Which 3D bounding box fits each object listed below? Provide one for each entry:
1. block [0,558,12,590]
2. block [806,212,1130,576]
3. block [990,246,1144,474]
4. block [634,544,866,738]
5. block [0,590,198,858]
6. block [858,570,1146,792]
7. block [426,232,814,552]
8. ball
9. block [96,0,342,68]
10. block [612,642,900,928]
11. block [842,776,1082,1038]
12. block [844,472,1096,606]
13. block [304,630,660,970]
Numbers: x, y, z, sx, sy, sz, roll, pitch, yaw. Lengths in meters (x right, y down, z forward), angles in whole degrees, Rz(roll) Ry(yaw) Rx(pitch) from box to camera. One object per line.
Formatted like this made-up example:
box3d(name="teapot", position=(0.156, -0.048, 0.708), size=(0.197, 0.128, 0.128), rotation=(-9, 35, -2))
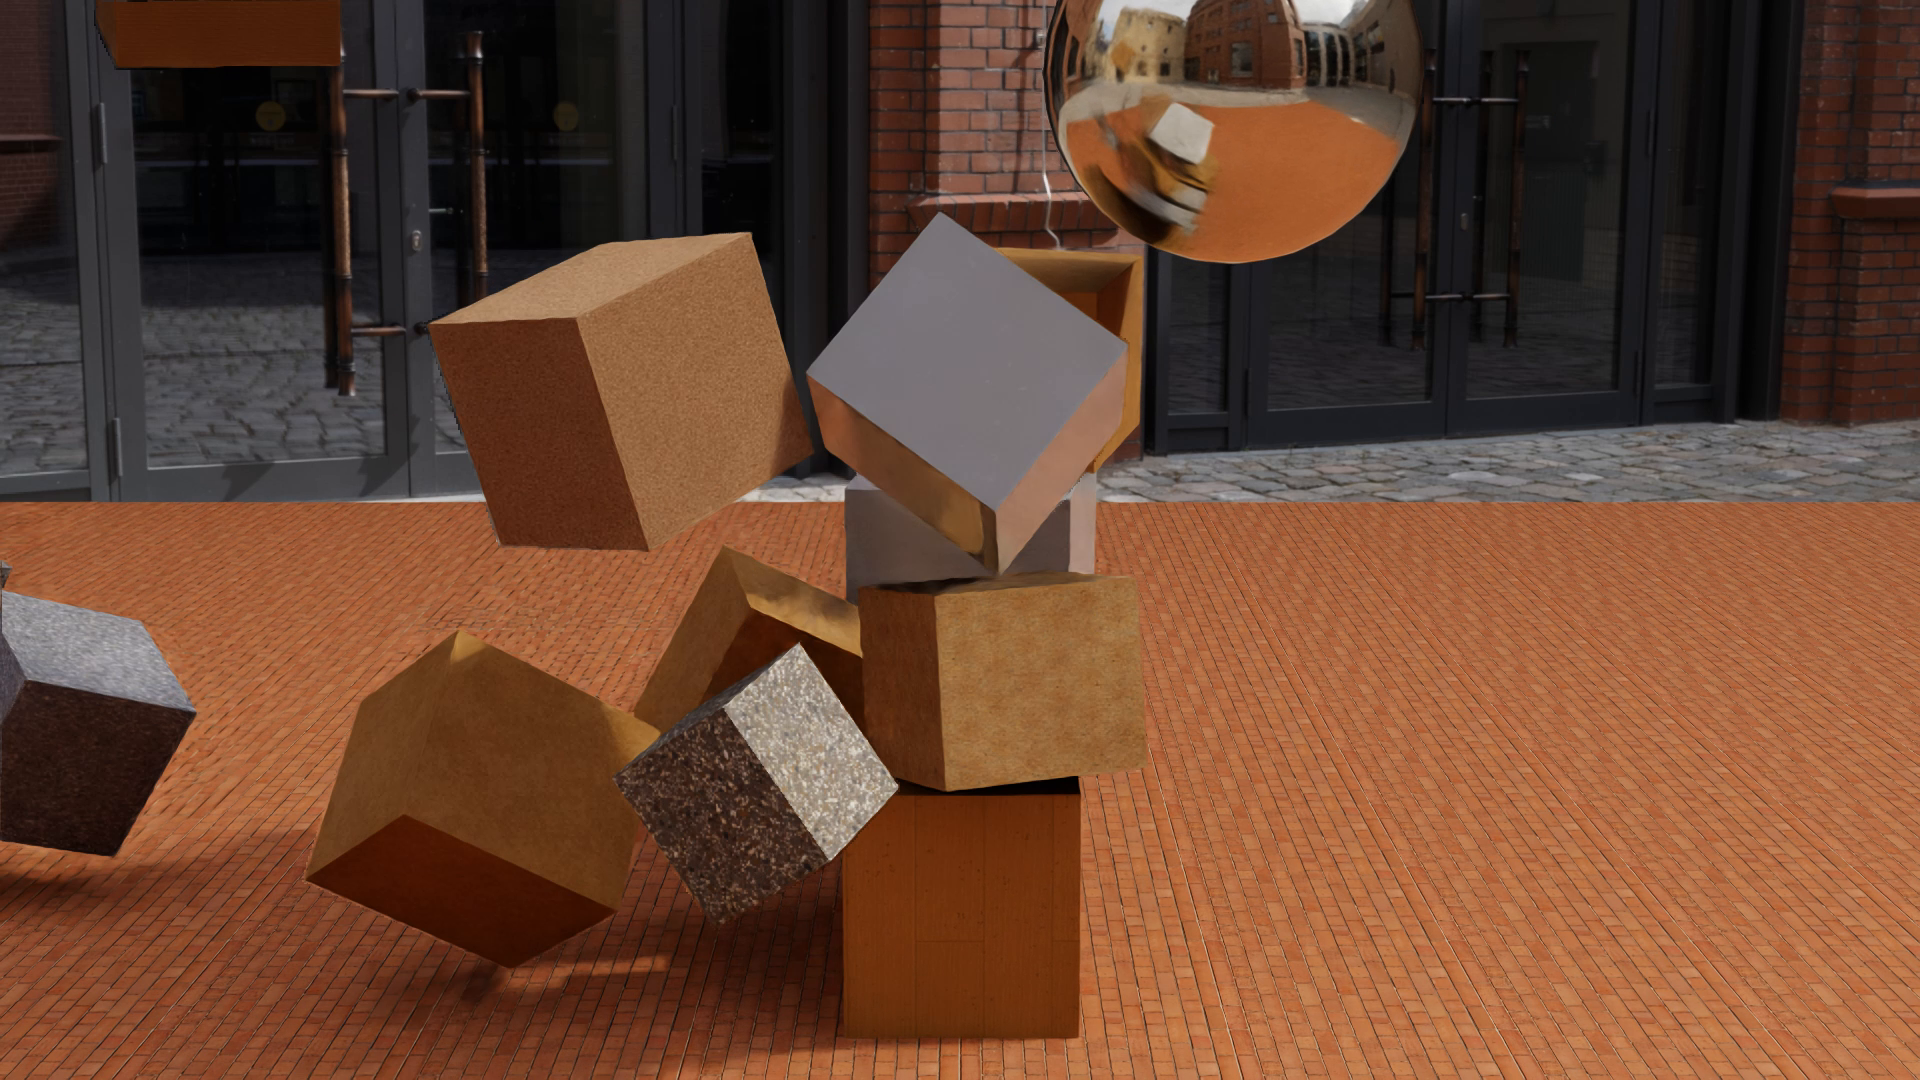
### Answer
box3d(name="block", position=(-4.854, 0.237, 11.486), size=(0.703, 0.660, 0.681), rotation=(33, 15, 19))
box3d(name="block", position=(0.038, -0.517, 9.400), size=(0.842, 0.767, 0.862), rotation=(36, -12, 11))
box3d(name="block", position=(0.289, -0.834, 11.574), size=(0.880, 0.795, 0.907), rotation=(5, 18, 16))
box3d(name="block", position=(-0.754, 0.655, 10.544), size=(0.809, 0.817, 0.769), rotation=(25, 11, -20))
box3d(name="block", position=(-3.939, 0.787, 11.054), size=(0.798, 0.785, 0.716), rotation=(19, 19, -47))
box3d(name="block", position=(0.146, 0.499, 9.438), size=(0.793, 0.689, 0.735), rotation=(-5, 3, -23))
box3d(name="block", position=(-1.170, -0.522, 8.950), size=(0.776, 0.827, 0.852), rotation=(2, 25, 41))
box3d(name="ball", position=(1.149, -1.969, 10.822), size=(1.600, 1.600, 1.600), rotation=(0, 10, 0))
box3d(name="block", position=(-2.717, -2.183, 9.335), size=(0.773, 0.757, 0.797), rotation=(-5, 24, -22))
box3d(name="block", position=(-0.619, 0.746, 7.876), size=(0.472, 0.555, 0.559), rotation=(-33, 4, 27))
box3d(name="block", position=(0.004, 1.307, 9.784), size=(0.866, 0.928, 0.826), rotation=(0, 10, 0))
box3d(name="block", position=(0.067, 0.048, 11.415), size=(0.966, 0.798, 0.973), rotation=(3, 17, 9))
box3d(name="block", position=(-1.826, 1.016, 9.878), size=(0.918, 0.797, 0.801), rotation=(30, -40, -27))
